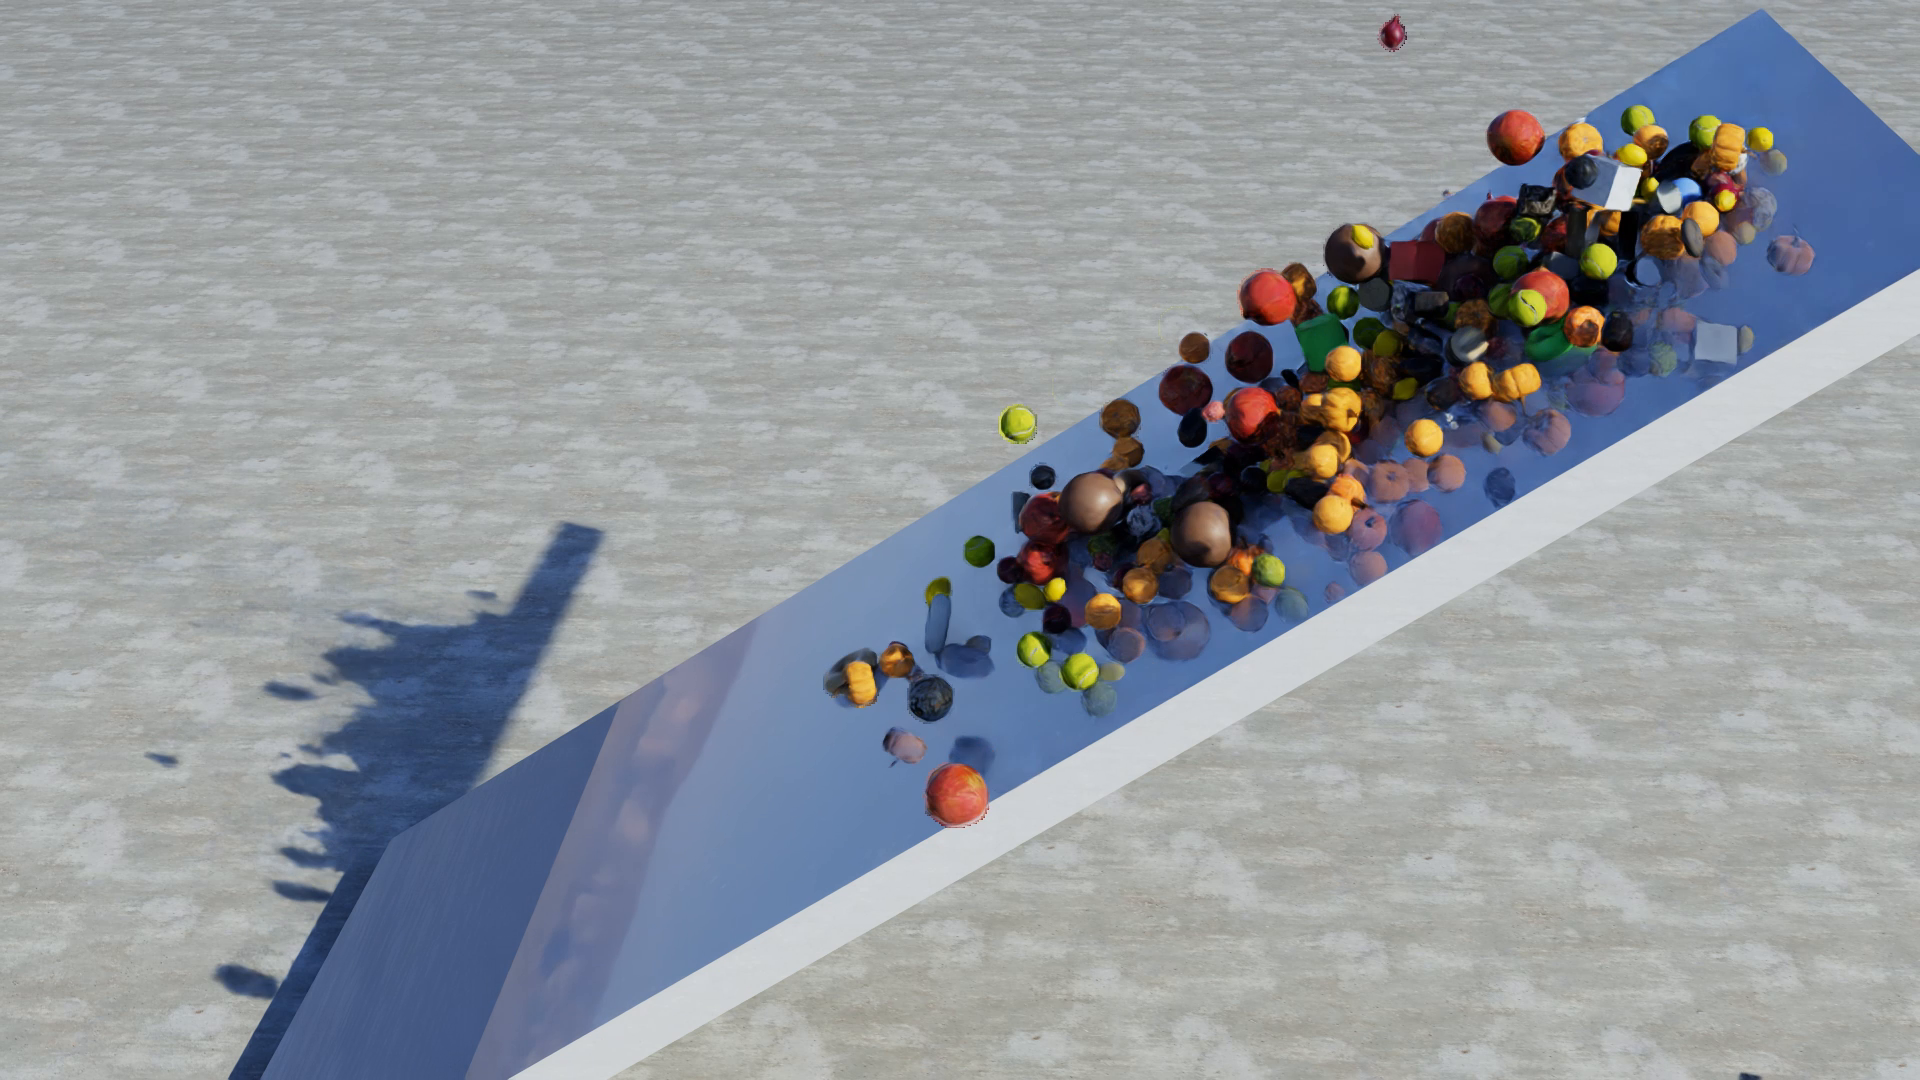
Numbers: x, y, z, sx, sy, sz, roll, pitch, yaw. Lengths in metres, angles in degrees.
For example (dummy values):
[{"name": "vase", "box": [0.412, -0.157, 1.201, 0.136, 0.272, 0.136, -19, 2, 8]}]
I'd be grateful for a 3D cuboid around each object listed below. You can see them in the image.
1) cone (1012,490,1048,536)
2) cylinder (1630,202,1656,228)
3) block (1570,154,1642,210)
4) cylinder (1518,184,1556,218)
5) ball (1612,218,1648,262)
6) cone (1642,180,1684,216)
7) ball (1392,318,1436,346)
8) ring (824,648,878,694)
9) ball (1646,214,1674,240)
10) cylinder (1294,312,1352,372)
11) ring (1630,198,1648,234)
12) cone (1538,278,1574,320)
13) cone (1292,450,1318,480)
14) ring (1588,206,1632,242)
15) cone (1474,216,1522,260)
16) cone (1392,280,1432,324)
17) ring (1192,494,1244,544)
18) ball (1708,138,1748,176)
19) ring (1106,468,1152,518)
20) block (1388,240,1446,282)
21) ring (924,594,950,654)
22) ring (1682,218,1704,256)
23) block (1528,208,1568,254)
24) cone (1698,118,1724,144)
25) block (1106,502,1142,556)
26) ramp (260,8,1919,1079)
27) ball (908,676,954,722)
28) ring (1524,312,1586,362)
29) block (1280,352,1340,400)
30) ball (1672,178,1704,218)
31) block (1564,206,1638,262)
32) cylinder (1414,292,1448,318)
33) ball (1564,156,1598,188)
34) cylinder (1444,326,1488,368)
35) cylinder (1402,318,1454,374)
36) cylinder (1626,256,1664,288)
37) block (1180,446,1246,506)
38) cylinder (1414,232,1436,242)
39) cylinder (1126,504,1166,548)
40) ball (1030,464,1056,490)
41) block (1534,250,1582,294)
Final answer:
[{"name": "cone", "box": [0.139, -0.049, 6.509, 0.088, 0.088, 0.088, 24, -10, 5]}, {"name": "cylinder", "box": [1.359, -0.641, 5.811, 0.052, 0.052, 0.052, -7, 22, -18]}, {"name": "block", "box": [1.233, -0.682, 5.608, 0.083, 0.083, 0.083, -2, 23, -45]}, {"name": "cylinder", "box": [1.153, -0.677, 5.882, 0.062, 0.062, 0.062, 7, 20, -3]}, {"name": "ball", "box": [1.295, -0.592, 5.758, 0.098, 0.098, 0.098, 0, 20, 0]}, {"name": "cone", "box": [1.359, -0.655, 5.744, 0.074, 0.074, 0.074, -18, -4, -40]}, {"name": "ball", "box": [0.941, -0.443, 6.090, 0.091, 0.091, 0.091, 0, 20, 0]}, {"name": "ring", "box": [-0.241, 0.288, 6.471, 0.134, 0.045, 0.134, -33, 16, 11]}, {"name": "ball", "box": [1.372, -0.613, 5.764, 0.052, 0.052, 0.052, 0, 20, 0]}, {"name": "cylinder", "box": [0.760, -0.413, 6.148, 0.095, 0.095, 0.095, -21, 12, 5]}, {"name": "ring", "box": [1.347, -0.641, 5.878, 0.105, 0.035, 0.105, -11, 47, 12]}, {"name": "cone", "box": [1.158, -0.484, 5.792, 0.075, 0.075, 0.075, -32, 15, 10]}, {"name": "cone", "box": [0.670, -0.141, 5.762, 0.054, 0.054, 0.054, 11, 15, -3]}, {"name": "ring", "box": [1.292, -0.632, 5.846, 0.089, 0.030, 0.089, -6, 56, 9]}, {"name": "cone", "box": [1.166, -0.657, 6.363, 0.097, 0.097, 0.097, -1, 20, 16]}, {"name": "cone", "box": [0.903, -0.506, 5.997, 0.096, 0.096, 0.096, 20, -15, 42]}, {"name": "ring", "box": [0.513, -0.041, 5.854, 0.120, 0.040, 0.120, -35, 23, 17]}, {"name": "ball", "box": [1.509, -0.752, 5.778, 0.076, 0.076, 0.076, 0, 20, 0]}, {"name": "ring", "box": [0.355, -0.089, 6.184, 0.125, 0.125, 0.042, -19, 19, -41]}, {"name": "block", "box": [0.960, -0.585, 6.180, 0.080, 0.080, 0.080, 3, 3, -33]}, {"name": "ring", "box": [-0.048, 0.179, 6.277, 0.043, 0.130, 0.130, 9, 20, -4]}, {"name": "ring", "box": [1.384, -0.572, 5.559, 0.025, 0.075, 0.075, -14, 12, 28]}, {"name": "block", "box": [1.216, -0.631, 6.006, 0.076, 0.076, 0.076, 19, 23, 38]}, {"name": "cone", "box": [1.537, -0.833, 6.062, 0.054, 0.054, 0.054, 7, 55, -10]}, {"name": "block", "box": [0.357, -0.024, 6.099, 0.071, 0.071, 0.071, -34, 15, 2]}, {"name": "ramp", "box": [0.139, 0.171, 6.297, 4.000, 0.100, 2.000, -31, 15, 14]}, {"name": "ball", "box": [-0.057, 0.313, 5.805, 0.090, 0.090, 0.090, 0, 20, 0]}, {"name": "ring", "box": [1.135, -0.387, 5.606, 0.128, 0.043, 0.128, -33, 16, 11]}, {"name": "block", "box": [0.745, -0.354, 6.270, 0.076, 0.076, 0.076, -39, 16, -16]}, {"name": "ball", "box": [1.421, -0.672, 5.775, 0.079, 0.079, 0.079, 0, 20, 0]}, {"name": "block", "box": [1.228, -0.587, 5.627, 0.093, 0.093, 0.093, -4, 15, -26]}, {"name": "cylinder", "box": [0.927, -0.463, 5.782, 0.052, 0.052, 0.052, 3, 19, 30]}, {"name": "ball", "box": [1.173, -0.695, 5.556, 0.062, 0.062, 0.062, 0, 20, 0]}, {"name": "cylinder", "box": [0.990, -0.377, 5.755, 0.072, 0.072, 0.072, -1, -6, -1]}, {"name": "cylinder", "box": [0.940, -0.387, 5.863, 0.088, 0.088, 0.088, 28, 29, 16]}, {"name": "cylinder", "box": [1.306, -0.510, 5.606, 0.057, 0.057, 0.057, -3, -2, -7]}, {"name": "block", "box": [0.518, -0.123, 6.022, 0.090, 0.090, 0.090, -34, 15, 3]}, {"name": "cylinder", "box": [1.039, -0.654, 6.600, 0.056, 0.056, 0.056, 6, 28, 14]}, {"name": "cylinder", "box": [0.379, -0.028, 5.995, 0.062, 0.062, 0.062, -15, 48, 17]}, {"name": "ball", "box": [0.176, -0.133, 6.221, 0.054, 0.054, 0.054, 0, 20, 0]}, {"name": "block", "box": [1.184, -0.528, 5.825, 0.062, 0.062, 0.062, 21, -8, -6]}]
